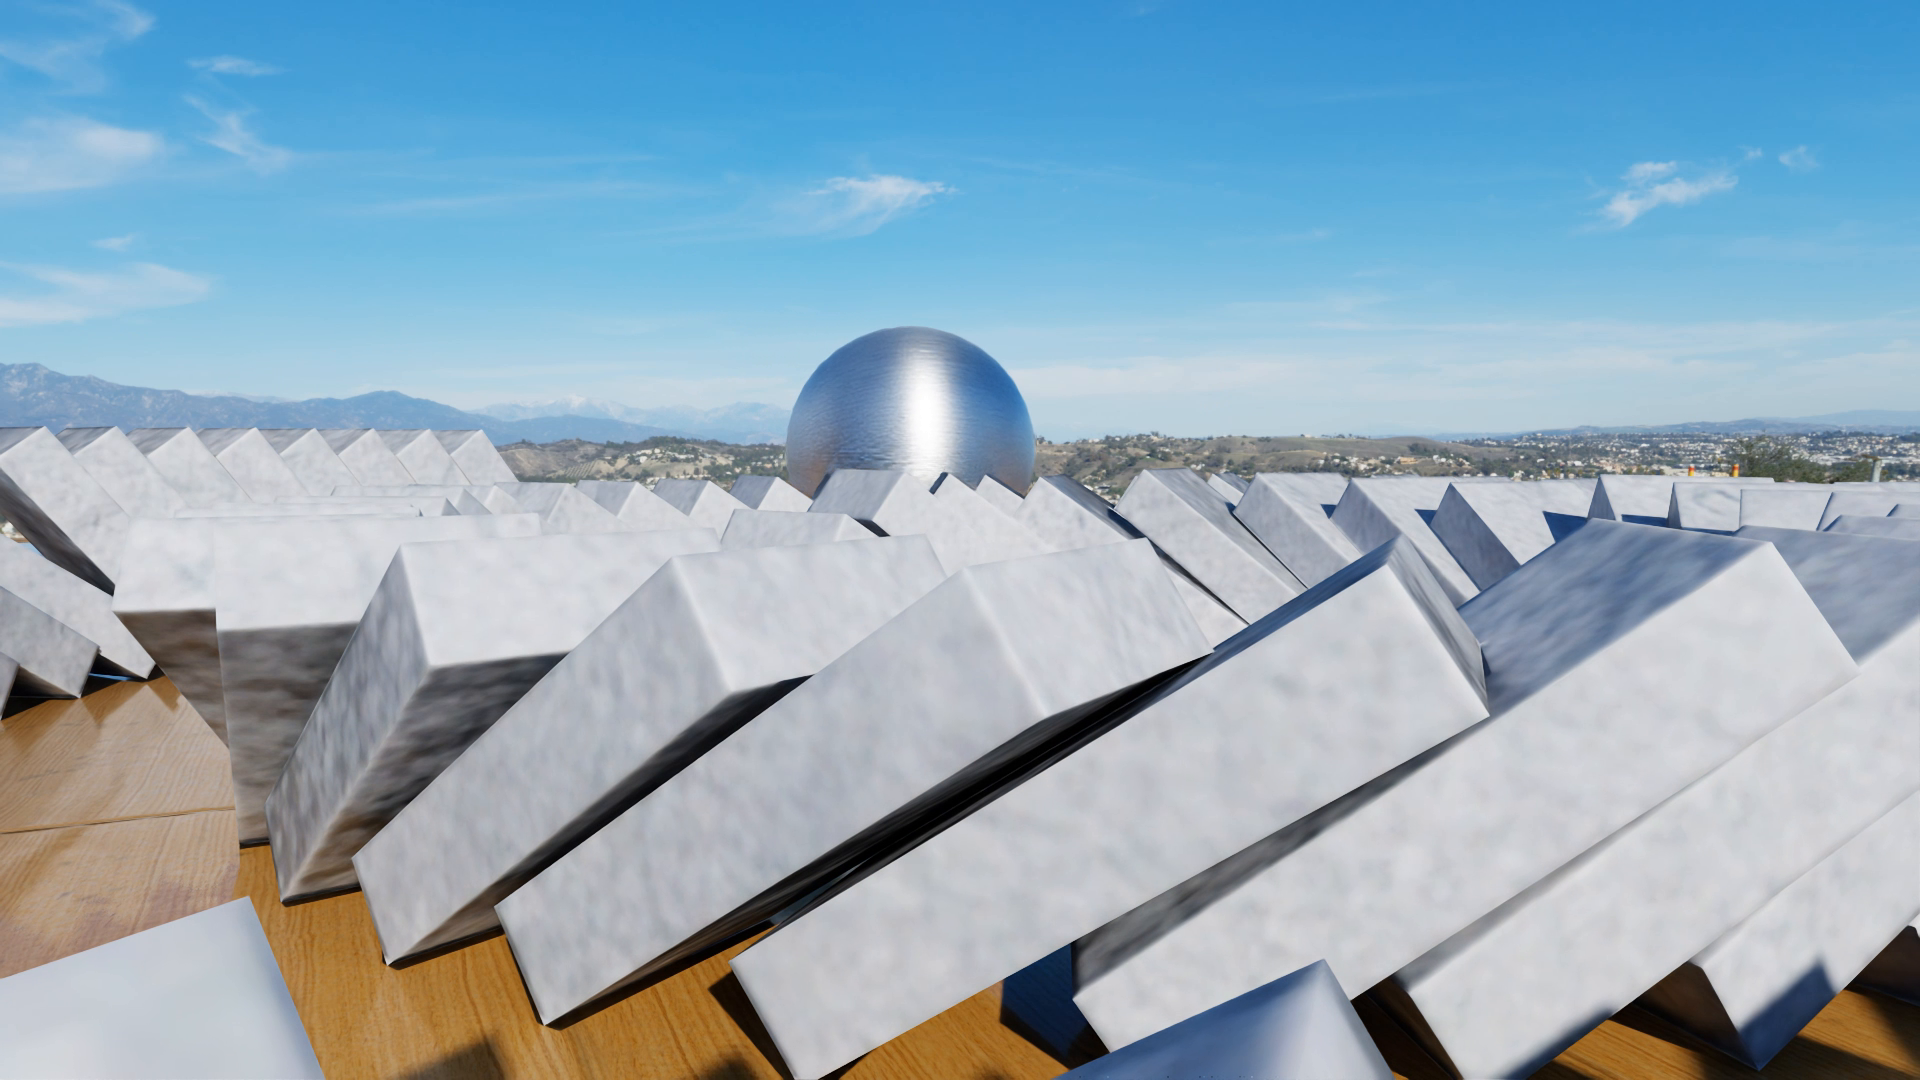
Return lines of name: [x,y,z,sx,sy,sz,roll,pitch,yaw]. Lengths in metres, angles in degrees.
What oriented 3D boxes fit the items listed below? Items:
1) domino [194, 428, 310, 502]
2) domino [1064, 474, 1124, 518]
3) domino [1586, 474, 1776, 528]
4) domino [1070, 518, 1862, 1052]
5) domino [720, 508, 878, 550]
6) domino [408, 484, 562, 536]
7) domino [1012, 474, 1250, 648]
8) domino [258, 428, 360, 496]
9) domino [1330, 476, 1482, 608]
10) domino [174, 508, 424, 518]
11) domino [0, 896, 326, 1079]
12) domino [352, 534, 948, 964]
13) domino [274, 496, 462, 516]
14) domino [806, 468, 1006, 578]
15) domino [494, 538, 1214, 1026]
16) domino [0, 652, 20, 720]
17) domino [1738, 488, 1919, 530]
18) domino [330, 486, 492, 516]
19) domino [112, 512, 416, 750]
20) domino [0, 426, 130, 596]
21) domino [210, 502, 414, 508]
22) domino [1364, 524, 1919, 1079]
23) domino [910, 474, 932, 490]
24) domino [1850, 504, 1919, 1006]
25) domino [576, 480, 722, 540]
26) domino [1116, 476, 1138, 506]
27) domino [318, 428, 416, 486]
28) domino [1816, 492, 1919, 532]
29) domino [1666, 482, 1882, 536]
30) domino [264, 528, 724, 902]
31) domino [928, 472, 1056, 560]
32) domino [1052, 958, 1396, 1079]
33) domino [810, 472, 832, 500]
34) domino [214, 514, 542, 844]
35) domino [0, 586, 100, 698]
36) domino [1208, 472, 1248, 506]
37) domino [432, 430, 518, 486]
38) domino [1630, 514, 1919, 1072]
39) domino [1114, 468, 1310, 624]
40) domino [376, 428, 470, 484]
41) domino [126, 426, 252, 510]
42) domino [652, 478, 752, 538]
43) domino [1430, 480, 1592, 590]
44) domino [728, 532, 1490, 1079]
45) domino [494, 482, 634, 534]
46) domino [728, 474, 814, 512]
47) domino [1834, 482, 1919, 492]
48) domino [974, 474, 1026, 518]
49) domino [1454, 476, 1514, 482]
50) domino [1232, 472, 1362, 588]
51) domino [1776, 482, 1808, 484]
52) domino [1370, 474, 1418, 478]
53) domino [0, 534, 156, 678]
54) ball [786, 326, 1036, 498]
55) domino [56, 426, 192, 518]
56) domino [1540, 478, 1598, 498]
domino: [-0.141,0.000,0.268,0.025,0.050,0.010,3,42,37]
domino: [0.044,0.001,0.317,0.050,0.009,0.025,33,7,4]
domino: [0.110,0.010,0.185,0.025,0.009,0.050,2,41,10]
domino: [0.031,0.017,0.090,0.050,0.009,0.025,-35,1,6]
domino: [-0.012,0.011,0.201,0.025,0.010,0.050,4,-24,42]
domino: [-0.077,0.007,0.237,0.025,0.009,0.050,2,-28,35]
domino: [0.035,0.006,0.242,0.050,0.010,0.025,36,12,9]
domino: [-0.134,-0.001,0.278,0.025,0.050,0.010,3,42,38]
domino: [0.089,0.008,0.221,0.025,0.010,0.050,-2,40,-26]
domino: [-0.075,0.013,0.159,0.025,0.009,0.050,-1,-29,-9]
domino: [-0.035,0.024,0.021,0.050,0.009,0.025,-33,-11,25]
domino: [-0.025,0.017,0.102,0.050,0.009,0.025,-38,-19,33]
domino: [-0.081,0.010,0.197,0.025,0.009,0.050,1,-29,7]
domino: [0.000,0.007,0.220,0.050,0.010,0.025,41,-17,-27]
domino: [-0.008,0.018,0.093,0.050,0.009,0.025,-36,-15,29]
domino: [-0.160,0.012,0.177,0.025,0.009,0.050,0,-28,-1]
domino: [0.104,0.013,0.148,0.025,0.010,0.050,3,40,31]
domino: [-0.081,0.008,0.217,0.025,0.009,0.050,2,-30,20]
domino: [-0.069,0.014,0.141,0.025,0.010,0.050,-2,-29,-13]
domino: [-0.160,0.002,0.238,0.025,0.050,0.010,3,43,37]
domino: [-0.080,0.012,0.178,0.025,0.009,0.050,0,-29,1]
domino: [0.050,0.018,0.095,0.050,0.010,0.025,-34,8,-4]
domino: [0.006,0.001,0.314,0.050,0.009,0.025,33,1,-6]
domino: [0.084,0.016,0.113,0.050,0.009,0.025,-38,19,-18]
domino: [-0.056,0.005,0.269,0.025,0.009,0.050,5,-26,48]
domino: [0.064,0.001,0.317,0.050,0.009,0.025,34,12,11]
domino: [-0.126,-0.002,0.287,0.025,0.050,0.009,3,42,38]
domino: [0.096,0.014,0.129,0.025,0.010,0.050,5,42,47]
domino: [0.109,0.012,0.166,0.025,0.010,0.050,2,40,21]
domino: [-0.042,0.016,0.112,0.025,0.010,0.050,-4,-28,-41]
domino: [0.015,0.006,0.237,0.050,0.010,0.025,36,1,-5]
domino: [-0.016,0.024,0.016,0.050,0.010,0.025,-33,-7,20]
domino: [-0.012,0.002,0.308,0.050,0.009,0.025,33,-3,-12]
domino: [-0.057,0.015,0.125,0.025,0.010,0.050,-3,-30,-29]
domino: [-0.162,0.010,0.196,0.025,0.010,0.050,0,-28,5]
domino: [0.082,0.001,0.313,0.050,0.009,0.025,36,16,16]
domino: [-0.110,-0.003,0.305,0.025,0.050,0.010,3,42,38]
domino: [0.068,0.017,0.103,0.050,0.010,0.025,-36,13,-11]
domino: [0.055,0.006,0.241,0.050,0.010,0.025,42,22,20]
domino: [-0.118,-0.003,0.296,0.025,0.050,0.010,3,42,38]
domino: [-0.148,0.000,0.259,0.025,0.050,0.010,3,42,37]
domino: [-0.043,0.004,0.283,0.050,0.010,0.025,37,-18,-33]
domino: [0.100,0.009,0.205,0.025,0.009,0.050,-1,39,-15]
domino: [0.011,0.018,0.089,0.050,0.009,0.025,-35,-8,20]
domino: [-0.068,0.006,0.253,0.025,0.009,0.050,3,-28,40]
domino: [-0.029,0.003,0.295,0.050,0.009,0.025,35,-13,-26]
domino: [0.178,0.008,0.224,0.025,0.009,0.050,-1,38,-12]
domino: [0.025,0.001,0.317,0.050,0.009,0.025,33,5,0]
domino: [0.133,0.004,0.287,0.025,0.009,0.050,-3,38,-40]
domino: [0.076,0.006,0.235,0.025,0.009,0.050,-2,40,-37]
domino: [0.169,0.007,0.242,0.025,0.009,0.050,-2,37,-22]
domino: [0.119,0.003,0.299,0.025,0.009,0.050,-4,38,-47]
domino: [-0.165,0.007,0.218,0.025,0.009,0.050,1,-32,26]
ball: [-0.016,-0.028,0.413,0.080,0.080,0.080,0,4,0]
domino: [-0.154,0.001,0.249,0.025,0.050,0.010,3,42,38]
domino: [0.147,0.005,0.273,0.025,0.009,0.050,-2,37,-33]
